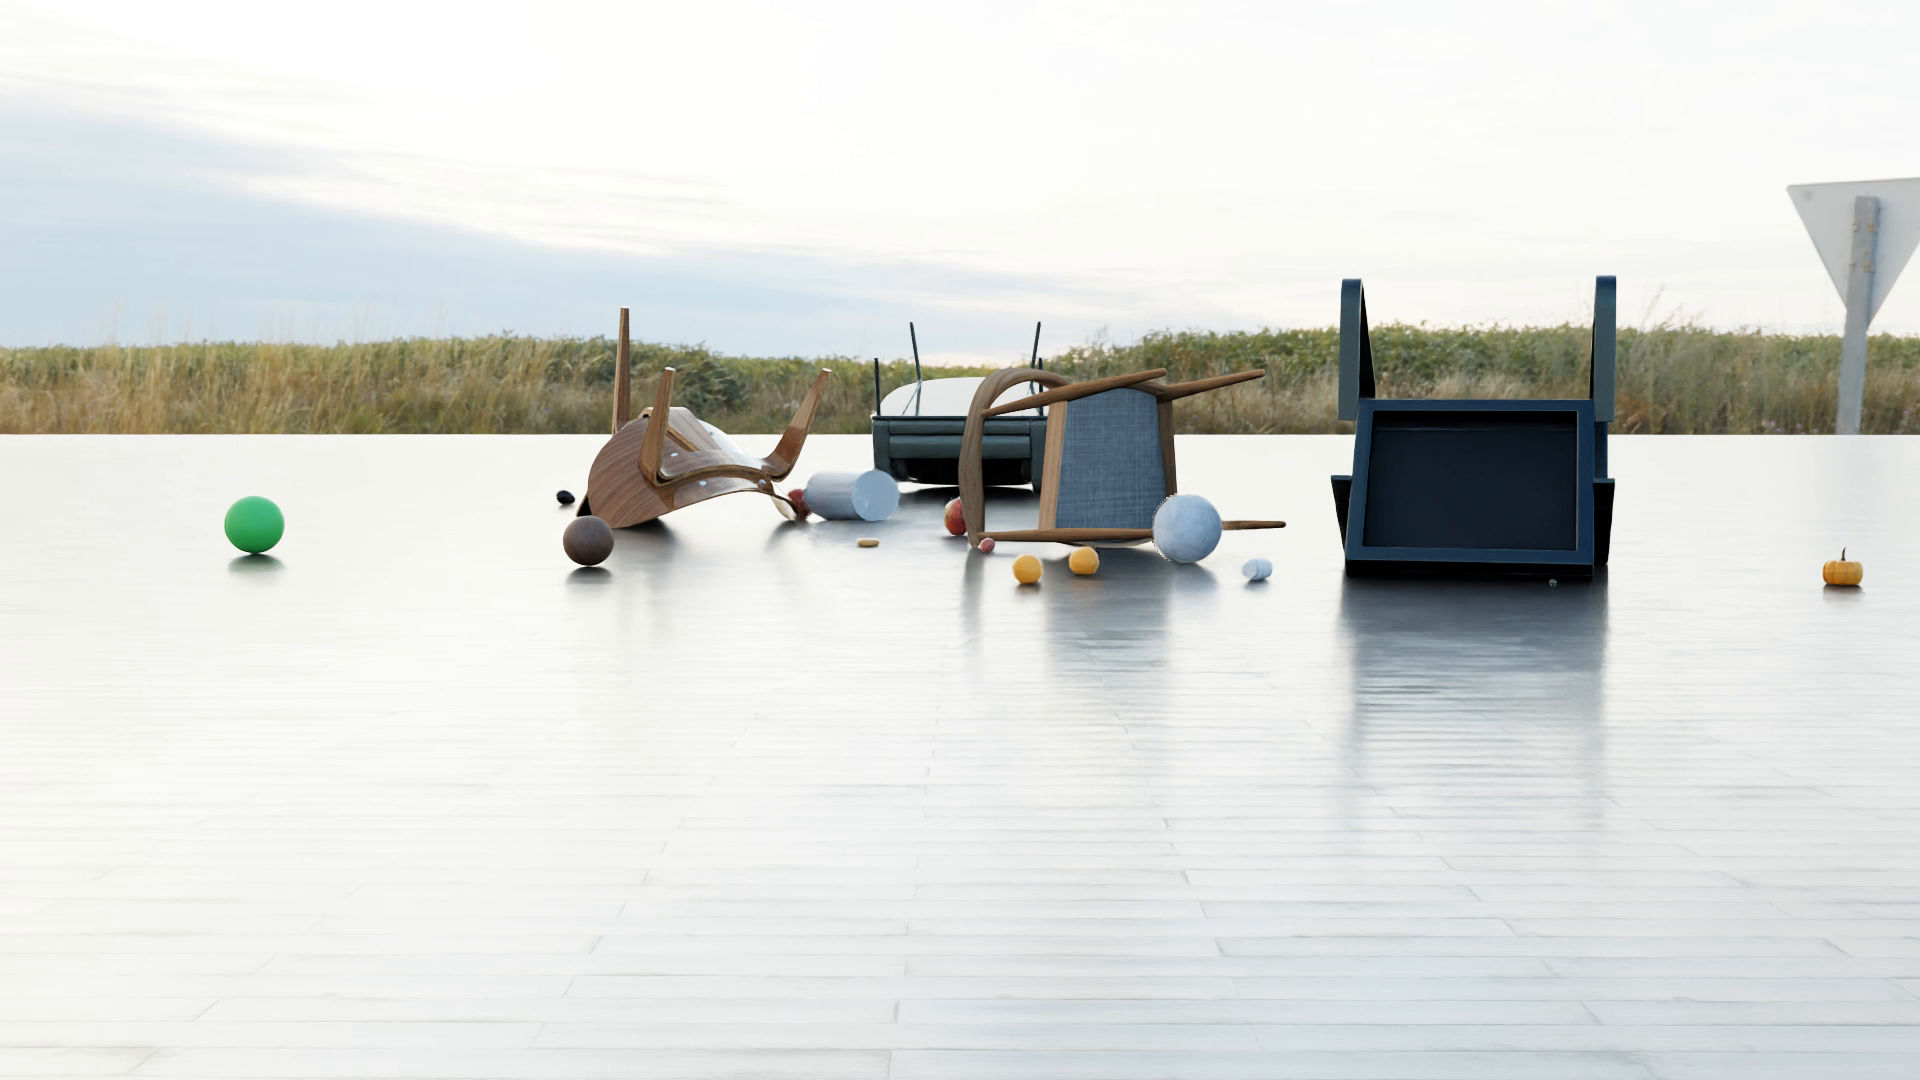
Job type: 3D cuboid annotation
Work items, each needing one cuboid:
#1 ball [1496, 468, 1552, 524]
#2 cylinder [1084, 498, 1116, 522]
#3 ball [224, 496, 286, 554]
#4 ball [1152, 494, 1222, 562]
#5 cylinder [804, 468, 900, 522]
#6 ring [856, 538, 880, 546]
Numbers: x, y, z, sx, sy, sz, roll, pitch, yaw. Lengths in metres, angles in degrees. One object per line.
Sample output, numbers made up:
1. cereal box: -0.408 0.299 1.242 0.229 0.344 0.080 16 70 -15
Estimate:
1. ball: 1.887 -0.148 7.364 0.184 0.184 0.184 0 4 0
2. cylinder: 0.474 -0.101 7.434 0.111 0.080 0.121 0 2 4
3. ball: -1.925 -0.043 6.001 0.160 0.160 0.160 0 4 0
4. ball: 0.588 -0.030 5.684 0.179 0.179 0.179 0 4 0
5. cylinder: -0.370 -0.156 7.527 0.224 0.177 0.235 4 1 42
6. ring: -0.263 0.007 6.304 0.068 0.021 0.061 0 5 -13
